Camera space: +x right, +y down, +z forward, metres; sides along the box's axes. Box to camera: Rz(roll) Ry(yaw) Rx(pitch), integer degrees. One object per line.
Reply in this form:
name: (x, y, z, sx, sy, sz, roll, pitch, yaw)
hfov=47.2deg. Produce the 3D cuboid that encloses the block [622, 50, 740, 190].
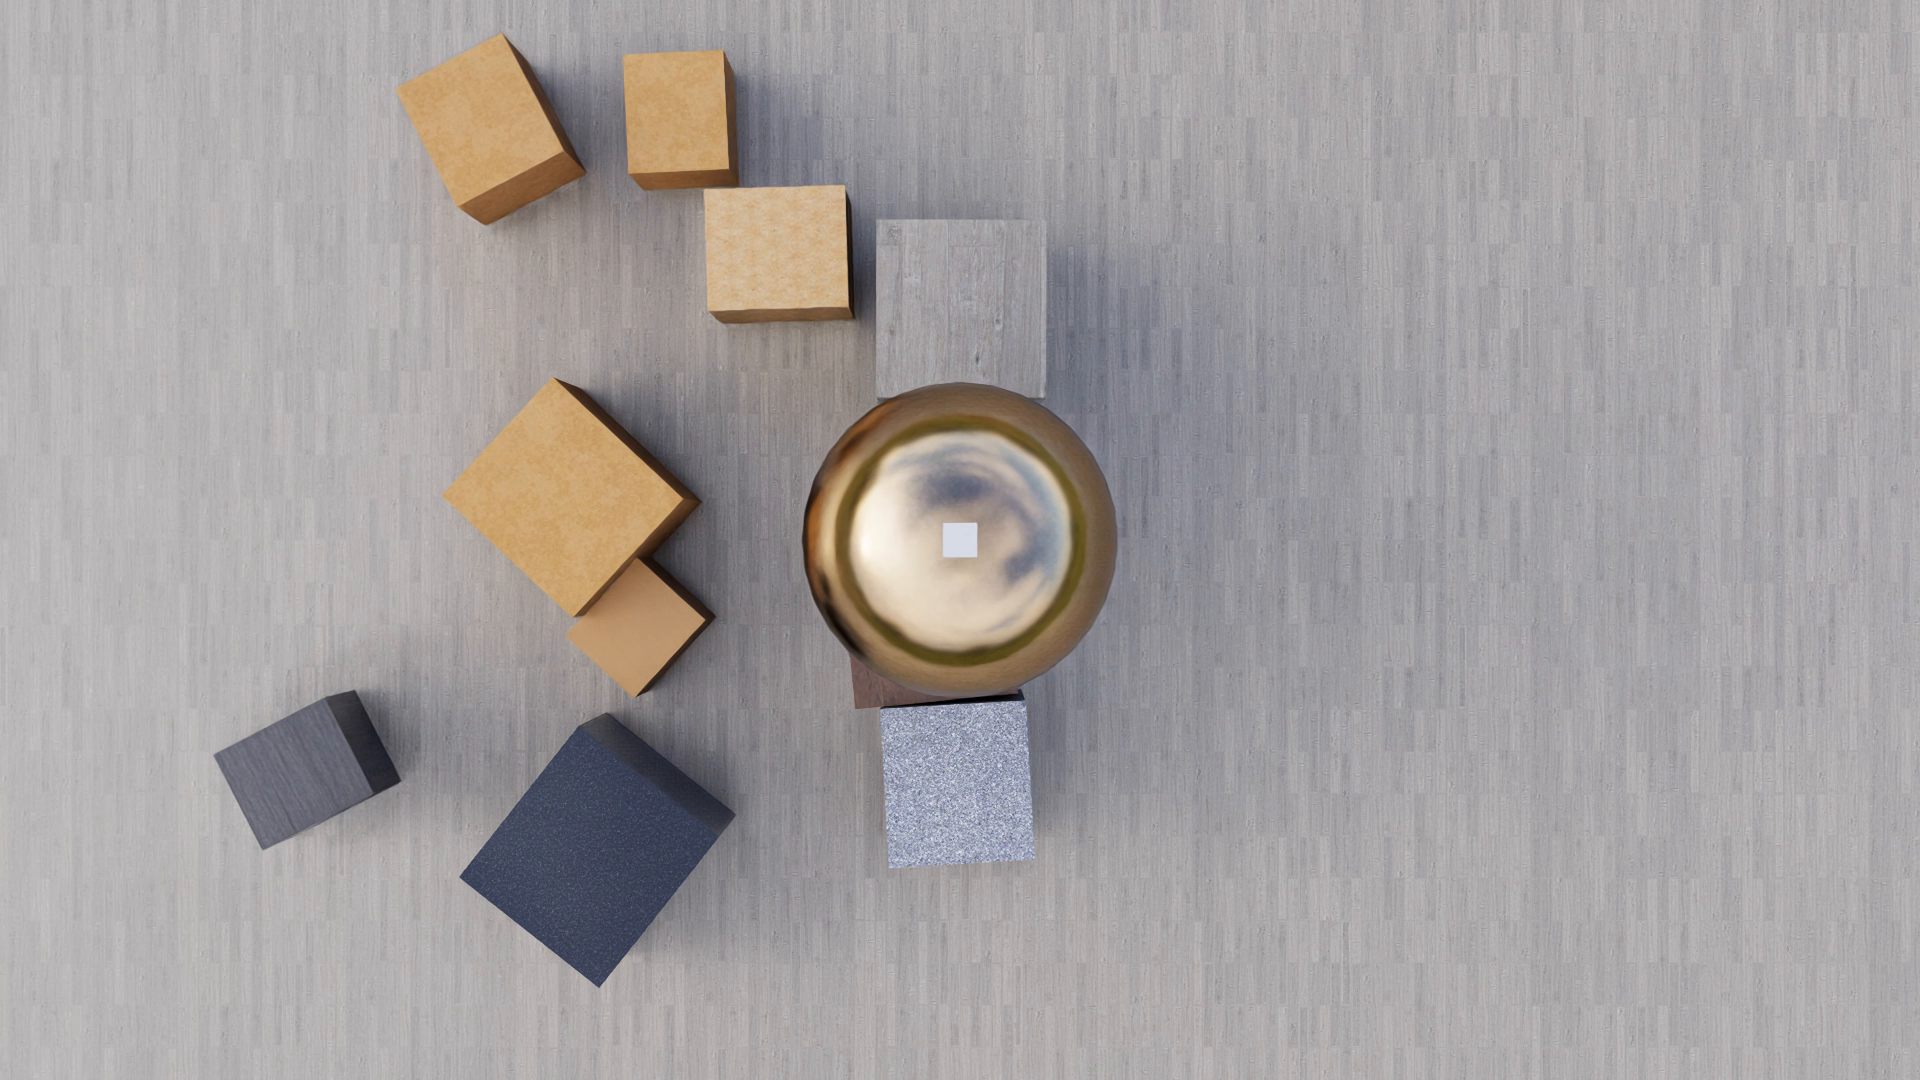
block: (-1.603, -2.416, 12.702, 0.567, 0.596, 0.672, -3, 90, 0)

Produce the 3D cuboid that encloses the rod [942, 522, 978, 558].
rod: (0.000, 0.000, 7.714, 0.080, 5.200, 0.080, 0, 90, 0)

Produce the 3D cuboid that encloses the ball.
ball: (0.000, 0.000, 11.114, 1.600, 1.600, 1.600, 0, 90, 0)

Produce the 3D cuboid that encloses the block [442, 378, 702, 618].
block: (-2.189, -0.235, 12.555, 0.985, 0.891, 0.895, 43, 90, 0)

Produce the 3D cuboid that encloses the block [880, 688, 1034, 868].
block: (-0.014, 1.338, 12.525, 0.800, 0.951, 0.873, -3, 90, 0)

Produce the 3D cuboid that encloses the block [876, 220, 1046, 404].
block: (0.007, -1.259, 12.480, 0.925, 1.040, 0.968, 0, 90, 0)

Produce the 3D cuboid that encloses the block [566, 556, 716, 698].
block: (-1.834, 0.496, 12.711, 0.524, 0.577, 0.599, 42, 90, 0)

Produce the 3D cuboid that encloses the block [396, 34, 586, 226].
block: (-2.676, -2.341, 12.624, 0.674, 0.752, 0.742, -28, 90, 0)

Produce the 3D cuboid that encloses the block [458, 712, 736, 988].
block: (-2.032, 1.736, 12.520, 0.980, 0.960, 1.059, 38, 90, 0)

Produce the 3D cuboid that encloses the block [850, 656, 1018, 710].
block: (-0.168, 0.488, 12.576, 0.905, 0.848, 0.811, -6, 90, 0)

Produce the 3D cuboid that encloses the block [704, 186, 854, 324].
block: (-1.025, -1.630, 12.635, 0.786, 0.731, 0.678, -2, 90, 0)

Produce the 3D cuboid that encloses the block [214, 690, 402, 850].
block: (-3.752, 1.318, 12.690, 0.706, 0.621, 0.610, -27, 90, 0)
